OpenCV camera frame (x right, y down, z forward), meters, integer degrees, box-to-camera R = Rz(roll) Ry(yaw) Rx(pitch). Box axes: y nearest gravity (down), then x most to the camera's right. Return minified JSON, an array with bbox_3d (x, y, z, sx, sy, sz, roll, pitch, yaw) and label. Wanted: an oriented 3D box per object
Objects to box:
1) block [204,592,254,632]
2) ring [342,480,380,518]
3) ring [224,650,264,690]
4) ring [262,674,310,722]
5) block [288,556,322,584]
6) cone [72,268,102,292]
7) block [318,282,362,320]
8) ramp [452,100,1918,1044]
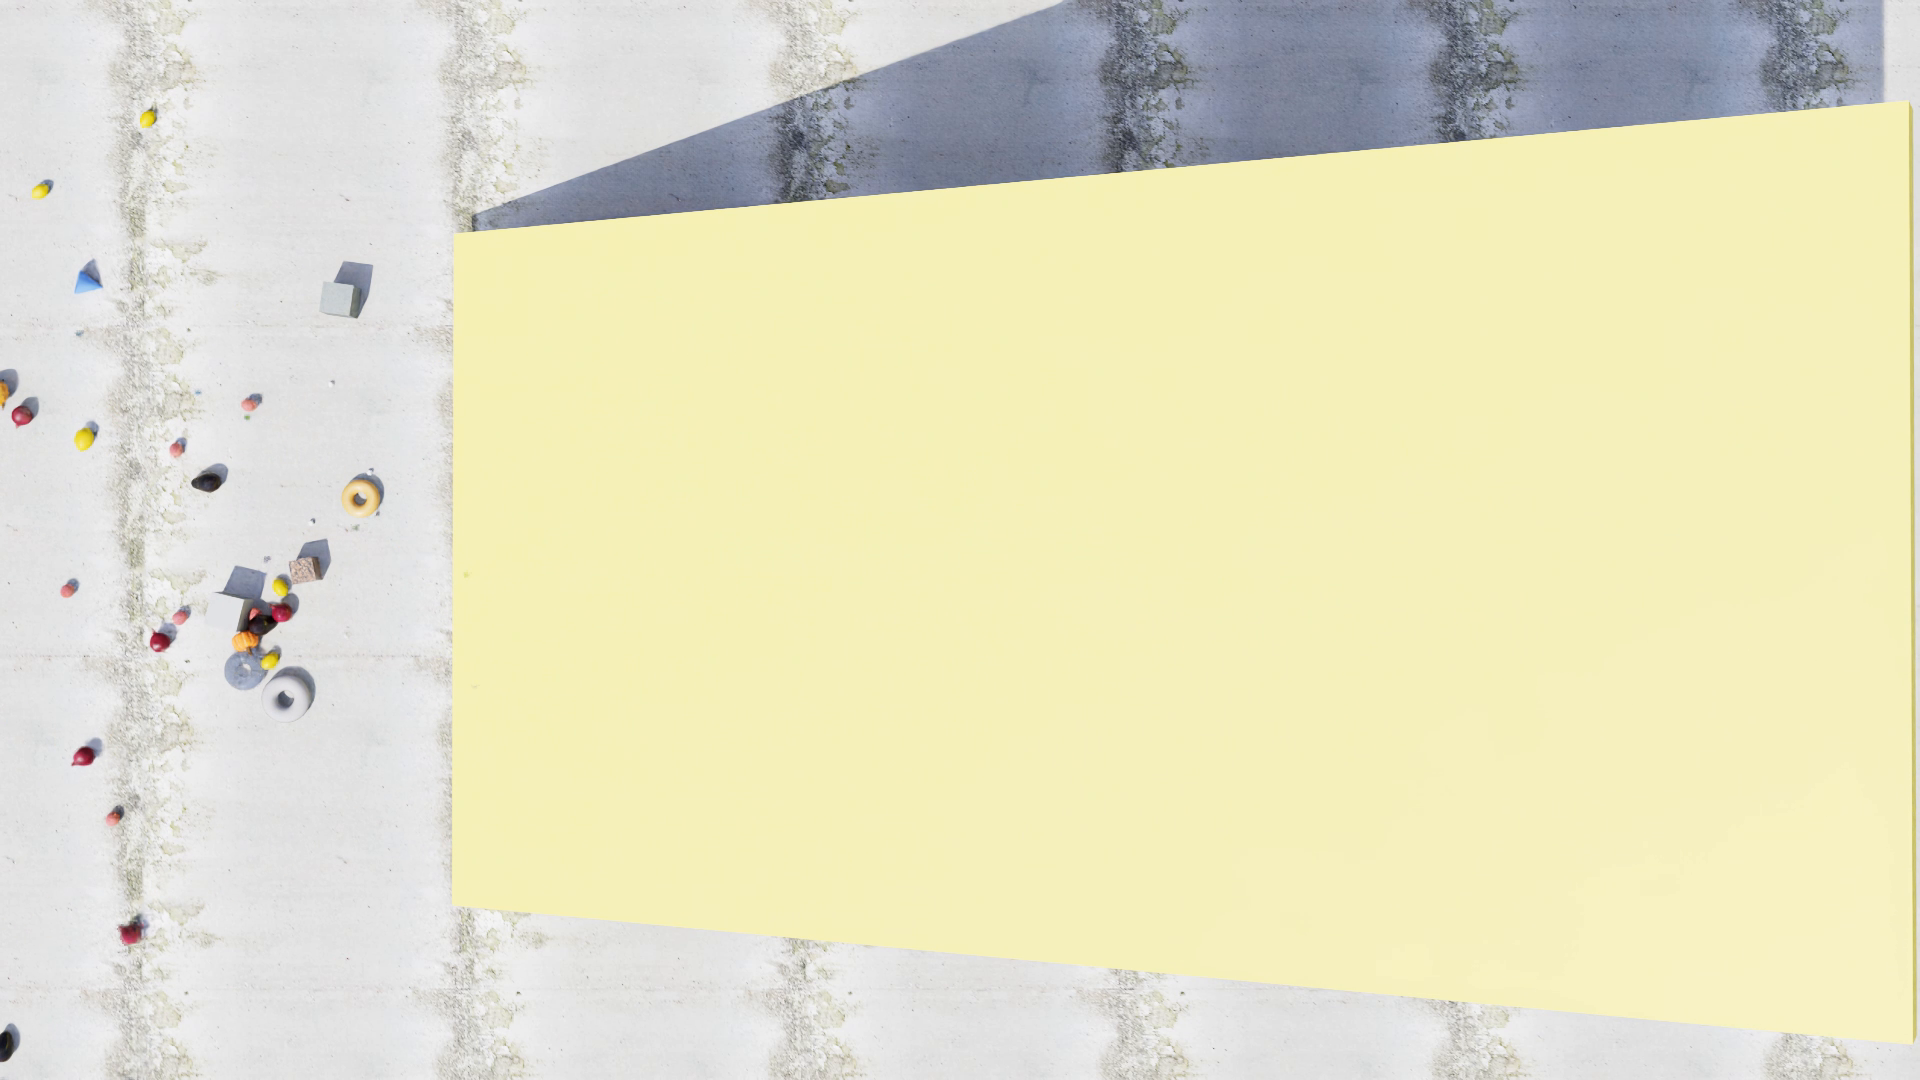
[{"bbox_3d":[-2.189,0.215,6.587,0.100,0.100,0.100,14,89,0],"label":"block"},{"bbox_3d":[-1.805,-0.125,6.621,0.117,0.039,0.117,0,90,1],"label":"ring"},{"bbox_3d":[-2.152,0.393,6.615,0.123,0.041,0.123,0,91,0],"label":"ring"},{"bbox_3d":[-2.026,0.477,6.610,0.146,0.049,0.146,0,89,-1],"label":"ring"},{"bbox_3d":[-1.965,0.092,6.603,0.071,0.071,0.071,-12,89,0],"label":"block"},{"bbox_3d":[-2.621,-0.769,6.630,0.077,0.077,0.077,19,89,-34],"label":"cone"},{"bbox_3d":[-1.859,-0.720,6.601,0.091,0.091,0.091,8,89,0],"label":"block"},{"bbox_3d":[0.276,0.077,5.648,4.000,0.100,2.000,0,89,28],"label":"ramp"}]
